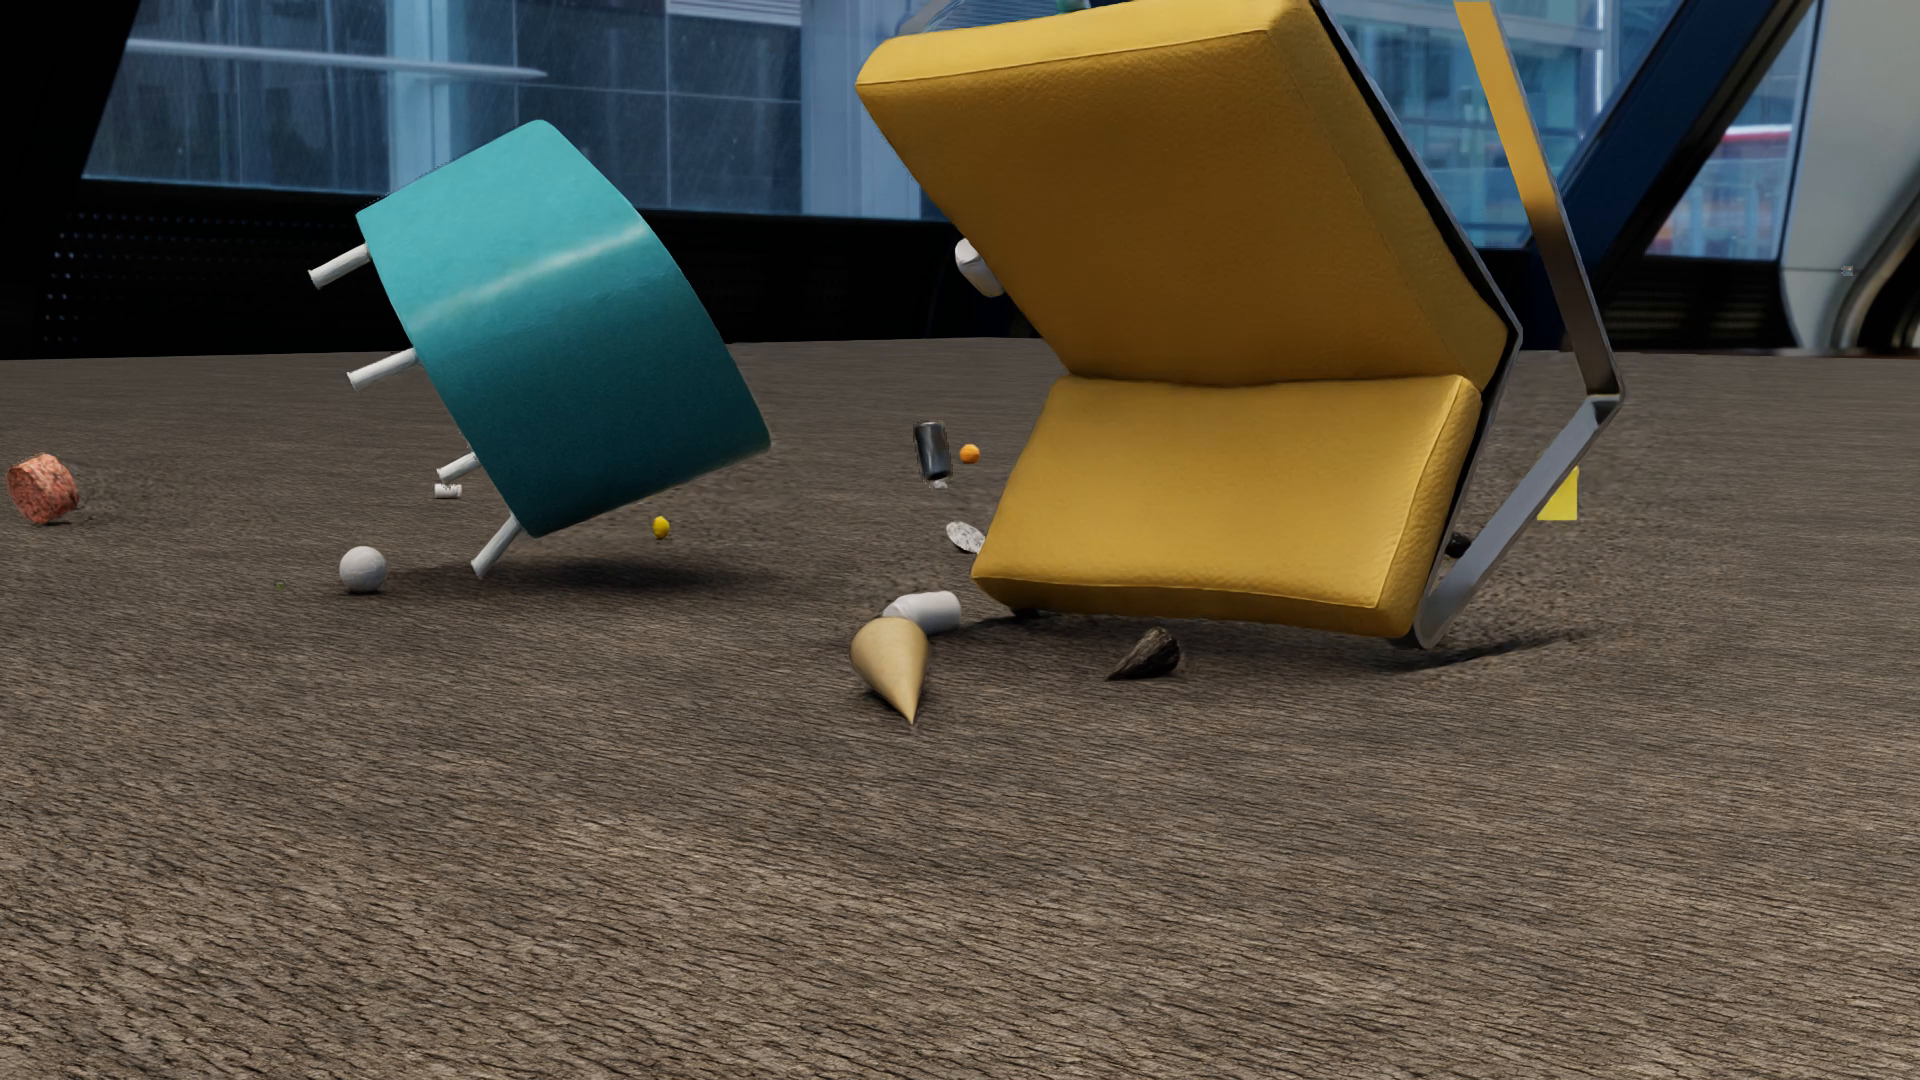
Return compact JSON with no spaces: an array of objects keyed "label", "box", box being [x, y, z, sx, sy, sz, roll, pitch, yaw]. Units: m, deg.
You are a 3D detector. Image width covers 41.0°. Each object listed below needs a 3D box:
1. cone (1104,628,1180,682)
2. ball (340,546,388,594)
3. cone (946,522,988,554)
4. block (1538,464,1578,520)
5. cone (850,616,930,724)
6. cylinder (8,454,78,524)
[{"label":"cone","box":[0.283,0.206,4.219,0.142,0.074,0.092,-25,-14,-37]},{"label":"ball","box":[-1.240,0.062,5.332,0.099,0.099,0.099,0,6,0]},{"label":"cone","box":[0.008,0.010,6.141,0.111,0.054,0.078,29,47,-3]},{"label":"block","box":[1.638,-0.131,7.025,0.101,0.135,0.186,2,6,14]},{"label":"cone","box":[-0.091,0.225,3.932,0.128,0.122,0.325,-5,17,-6]},{"label":"cylinder","box":[-2.431,-0.136,6.803,0.104,0.167,0.117,-24,9,28]}]
